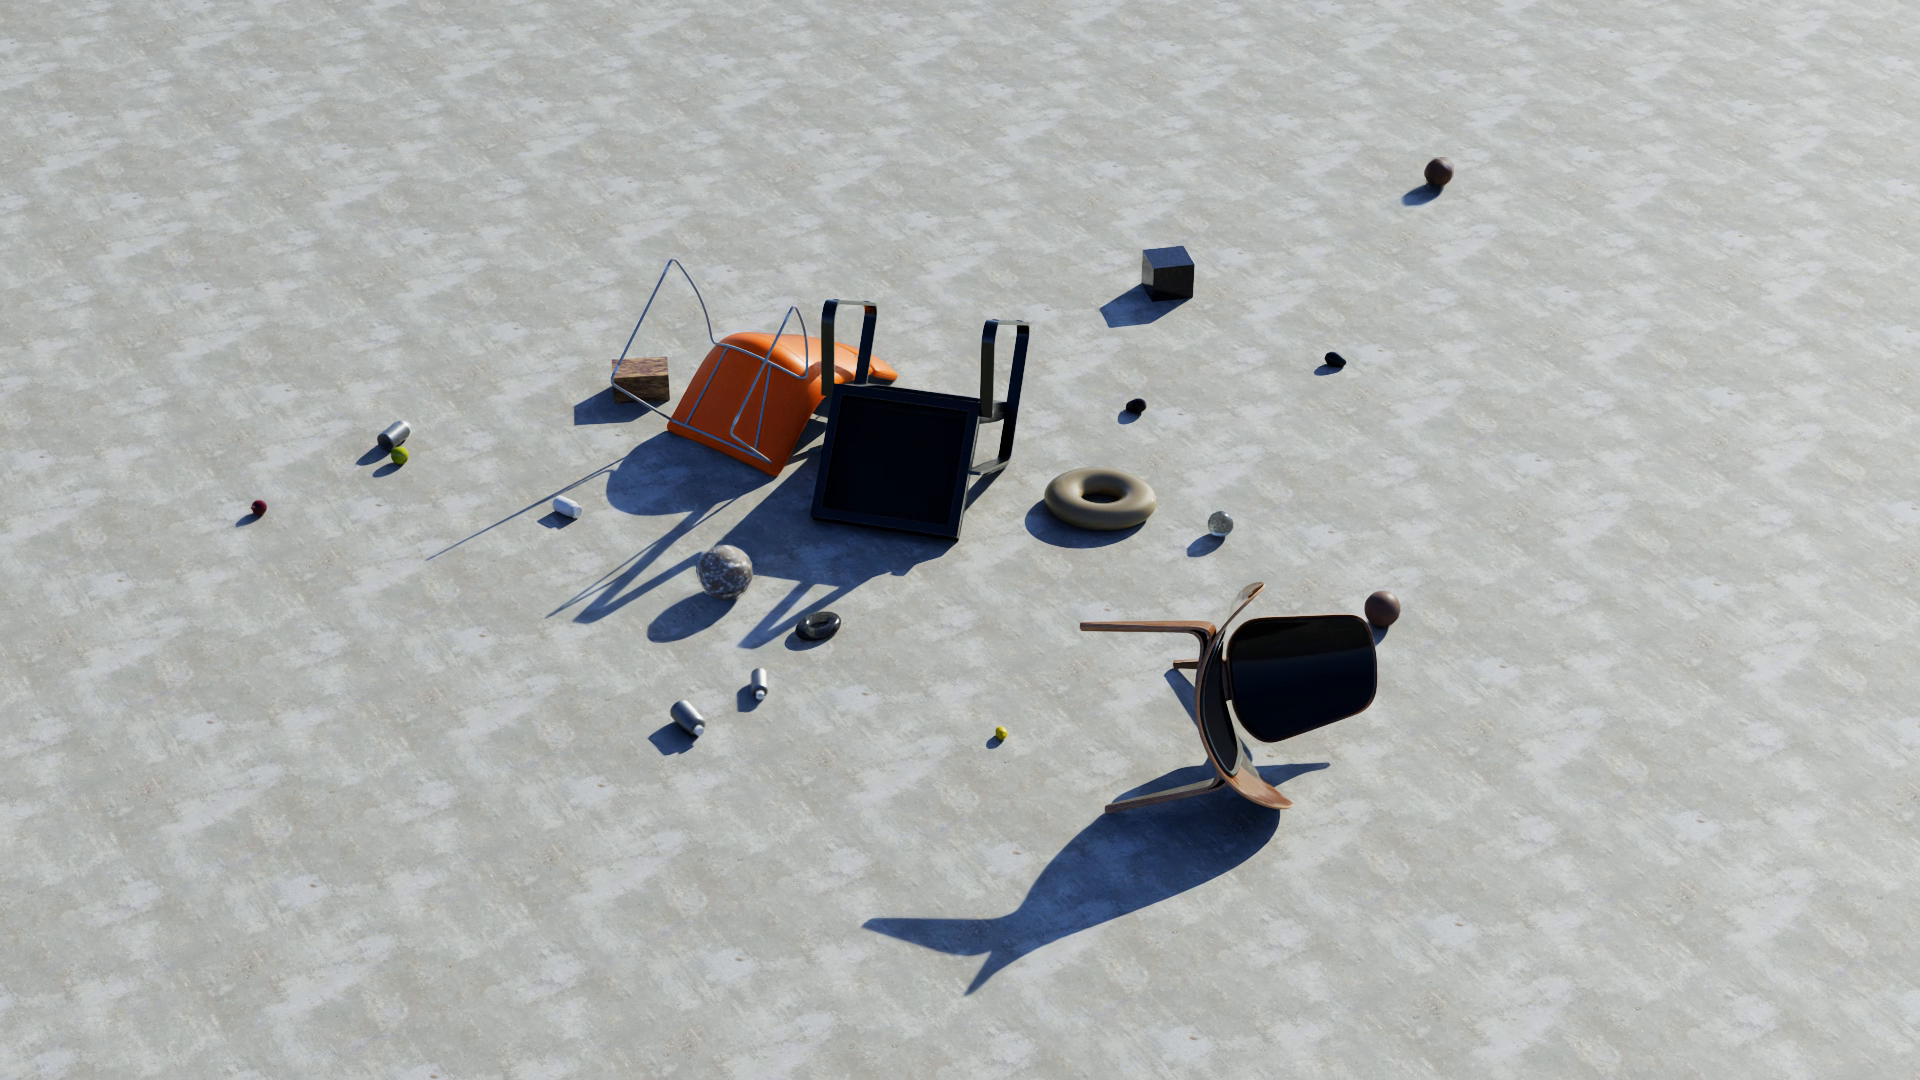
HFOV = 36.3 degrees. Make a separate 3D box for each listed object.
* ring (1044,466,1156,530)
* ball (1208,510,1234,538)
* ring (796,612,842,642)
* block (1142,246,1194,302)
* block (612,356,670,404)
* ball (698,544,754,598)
[{"bbox_3d":[0.531,-0.157,11.100,0.429,0.092,0.374,6,35,9],"label":"ring"},{"bbox_3d":[0.973,-0.060,10.946,0.098,0.098,0.098,0,33,0],"label":"ball"},{"bbox_3d":[-0.504,0.307,10.440,0.184,0.044,0.132,-25,42,-34],"label":"ring"},{"bbox_3d":[0.888,-1.138,12.525,0.180,0.160,0.175,-7,34,-10],"label":"block"},{"bbox_3d":[-1.286,-0.645,11.815,0.224,0.119,0.150,-4,34,-5],"label":"block"},{"bbox_3d":[-0.846,0.114,10.594,0.196,0.196,0.196,0,33,0],"label":"ball"}]
